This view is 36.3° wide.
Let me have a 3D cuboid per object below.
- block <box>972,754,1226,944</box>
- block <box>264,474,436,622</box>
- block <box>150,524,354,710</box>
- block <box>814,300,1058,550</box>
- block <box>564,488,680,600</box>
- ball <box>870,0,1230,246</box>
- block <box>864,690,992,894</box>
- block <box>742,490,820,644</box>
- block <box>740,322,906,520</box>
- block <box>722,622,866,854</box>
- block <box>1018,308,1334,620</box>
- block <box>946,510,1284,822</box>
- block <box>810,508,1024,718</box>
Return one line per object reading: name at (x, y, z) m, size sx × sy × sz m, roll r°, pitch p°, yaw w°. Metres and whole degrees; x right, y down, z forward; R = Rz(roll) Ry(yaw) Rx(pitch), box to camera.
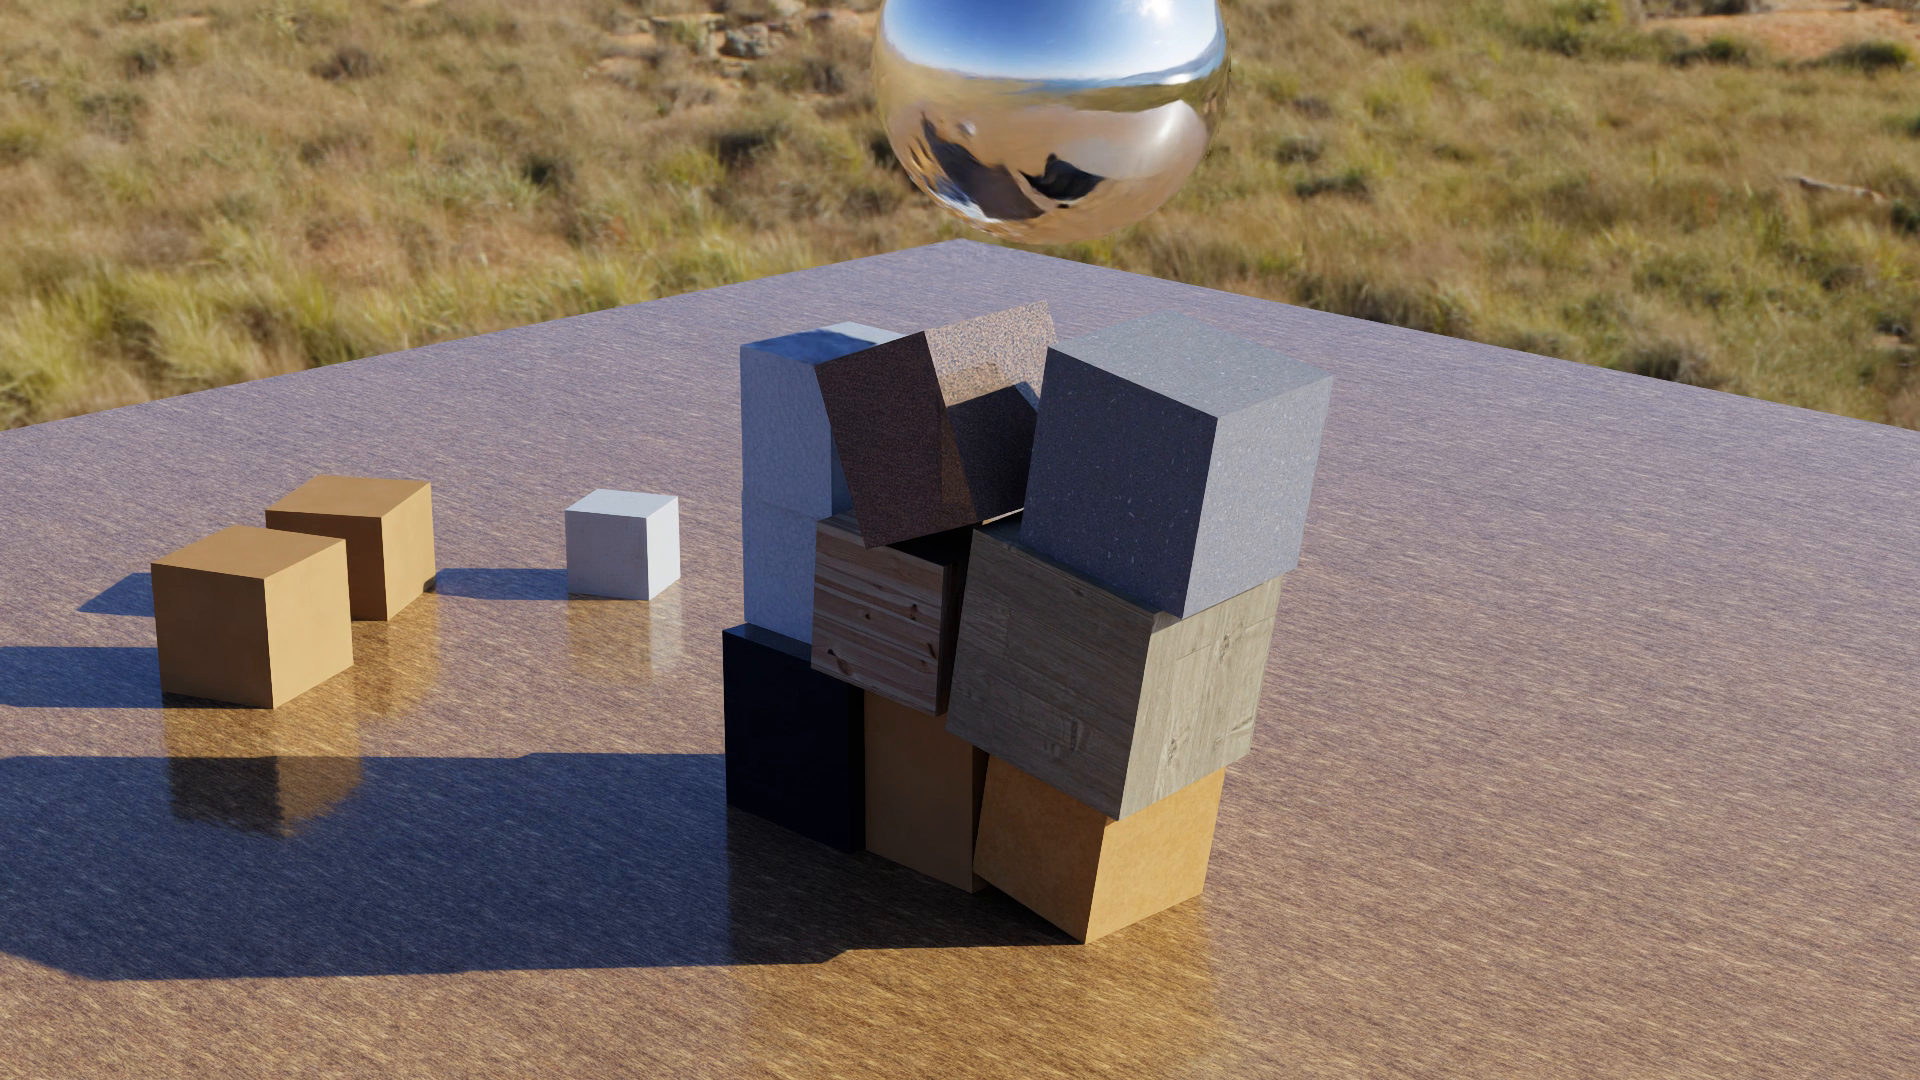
block at (0.619, 1.227, 13.078) m, size 0.776 × 0.702 × 0.709 m, roll -16°, pitch 34°, yaw -42°
block at (-3.561, 0.039, 17.181) m, size 0.711 × 0.624 × 0.742 m, roll 4°, pitch 18°, yaw 11°
block at (-3.817, 0.404, 15.850) m, size 0.719 × 0.725 × 0.748 m, roll 7°, pitch 19°, yaw 21°
block at (-0.017, -0.508, 12.907) m, size 0.719 × 0.842 × 0.787 m, roll -13°, pitch 4°, yaw 45°
block at (-2.001, 0.024, 17.419) m, size 0.523 × 0.509 × 0.464 m, roll 6°, pitch 18°, yaw 17°
ball at (0.400, -2.120, 13.095) m, size 1.600 × 1.600 × 1.600 m, roll 0°, pitch 17°, yaw 0°
block at (0.059, 1.045, 13.609) m, size 0.700 × 0.846 × 0.716 m, roll 17°, pitch 24°, yaw 42°
block at (-0.607, 0.078, 14.024) m, size 0.617 × 0.658 × 0.604 m, roll 17°, pitch 24°, yaw 42°
block at (-0.559, -0.565, 13.758) m, size 0.692 × 0.728 × 0.622 m, roll -17°, pitch 24°, yaw -42°
block at (-0.507, 0.854, 14.139) m, size 0.901 × 0.892 × 0.876 m, roll -17°, pitch 24°, yaw -42°
block at (0.899, -0.338, 12.272) m, size 0.870 × 0.893 × 0.830 m, roll 26°, pitch 30°, yaw 33°
block at (0.672, 0.451, 12.750) m, size 0.973 × 0.981 × 0.959 m, roll 26°, pitch 30°, yaw 33°
block at (-0.100, 0.250, 13.427) m, size 0.751 × 0.719 × 0.865 m, roll 19°, pitch 26°, yaw 36°
